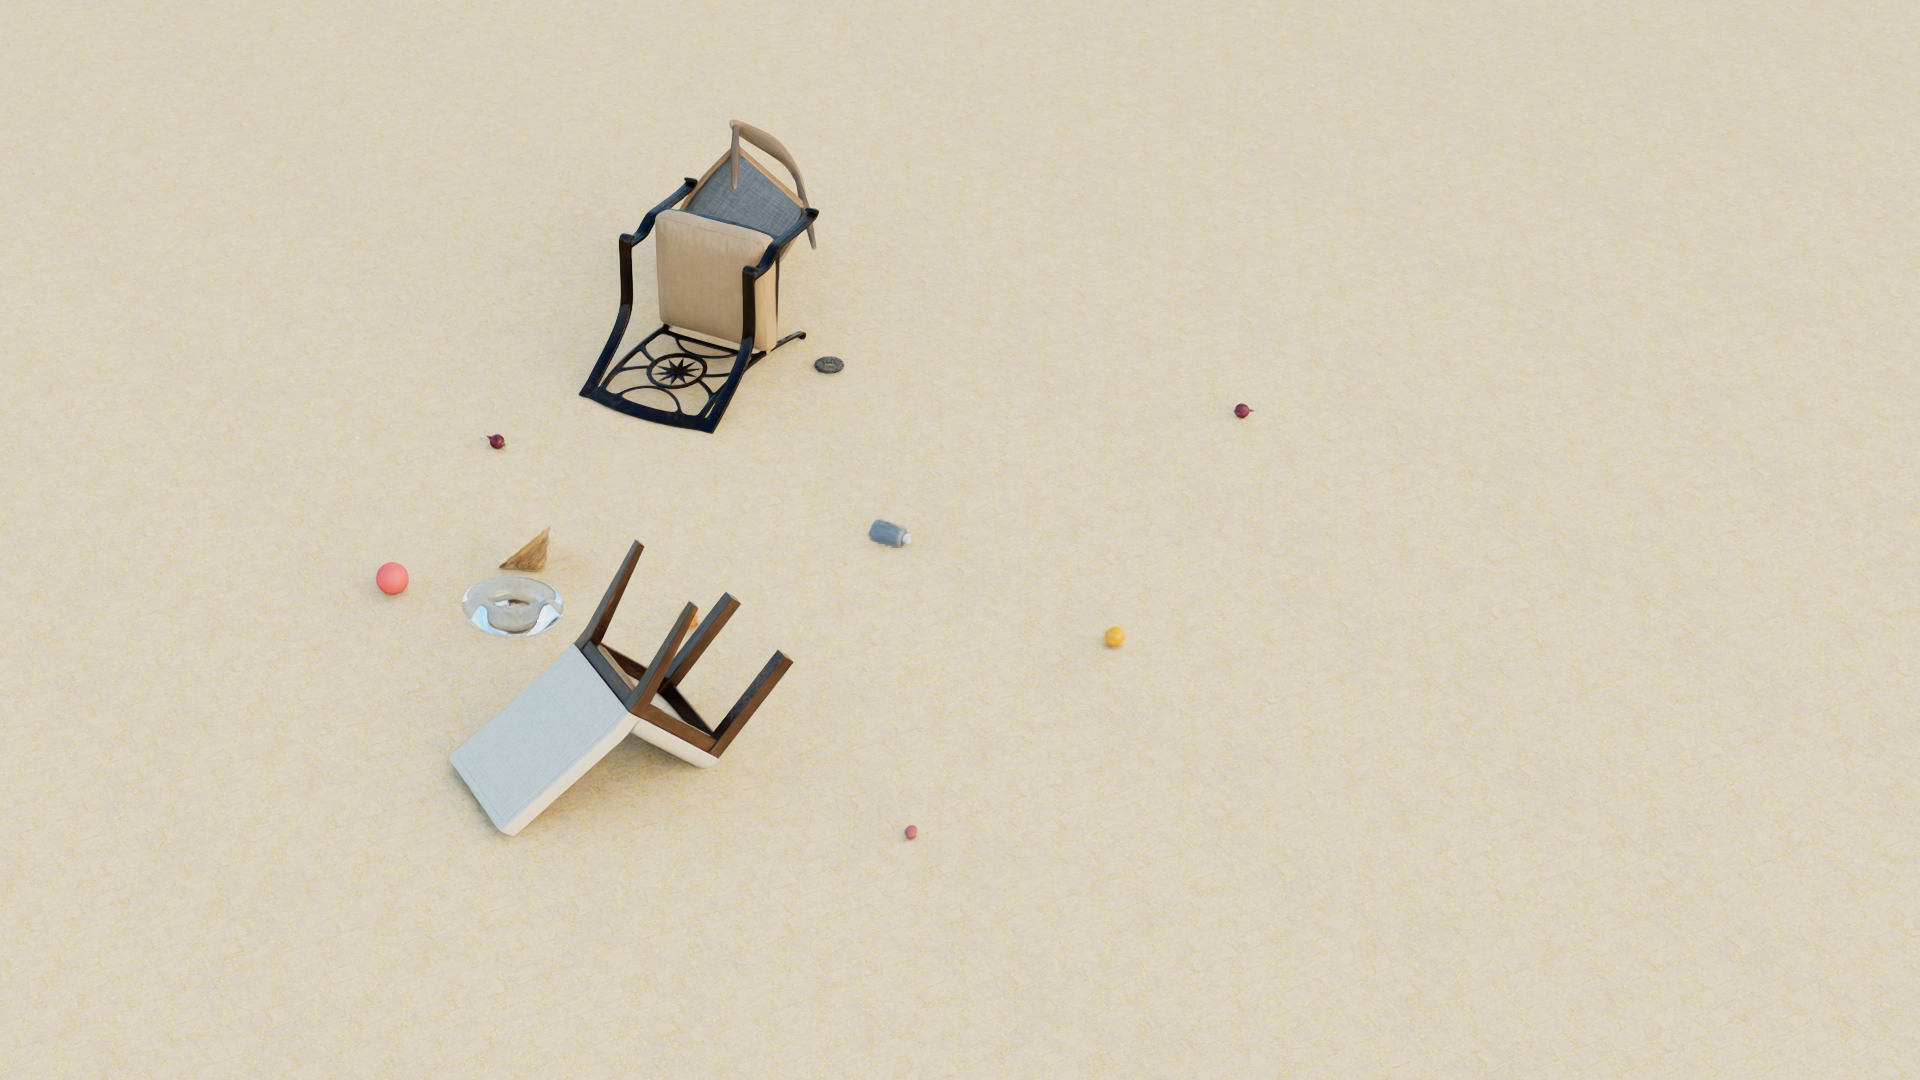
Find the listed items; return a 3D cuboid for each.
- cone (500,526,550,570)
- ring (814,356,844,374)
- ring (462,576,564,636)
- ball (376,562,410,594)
[{"bbox_3d":[-1.562,0.066,10.772,0.115,0.223,0.261,51,40,-5],"label":"cone"},{"bbox_3d":[-0.535,-0.717,12.007,0.125,0.028,0.121,-11,35,-17],"label":"ring"},{"bbox_3d":[-1.600,0.237,10.496,0.381,0.101,0.299,9,34,15],"label":"ring"},{"bbox_3d":[-2.057,0.139,10.626,0.118,0.118,0.118,0,33,0],"label":"ball"}]
